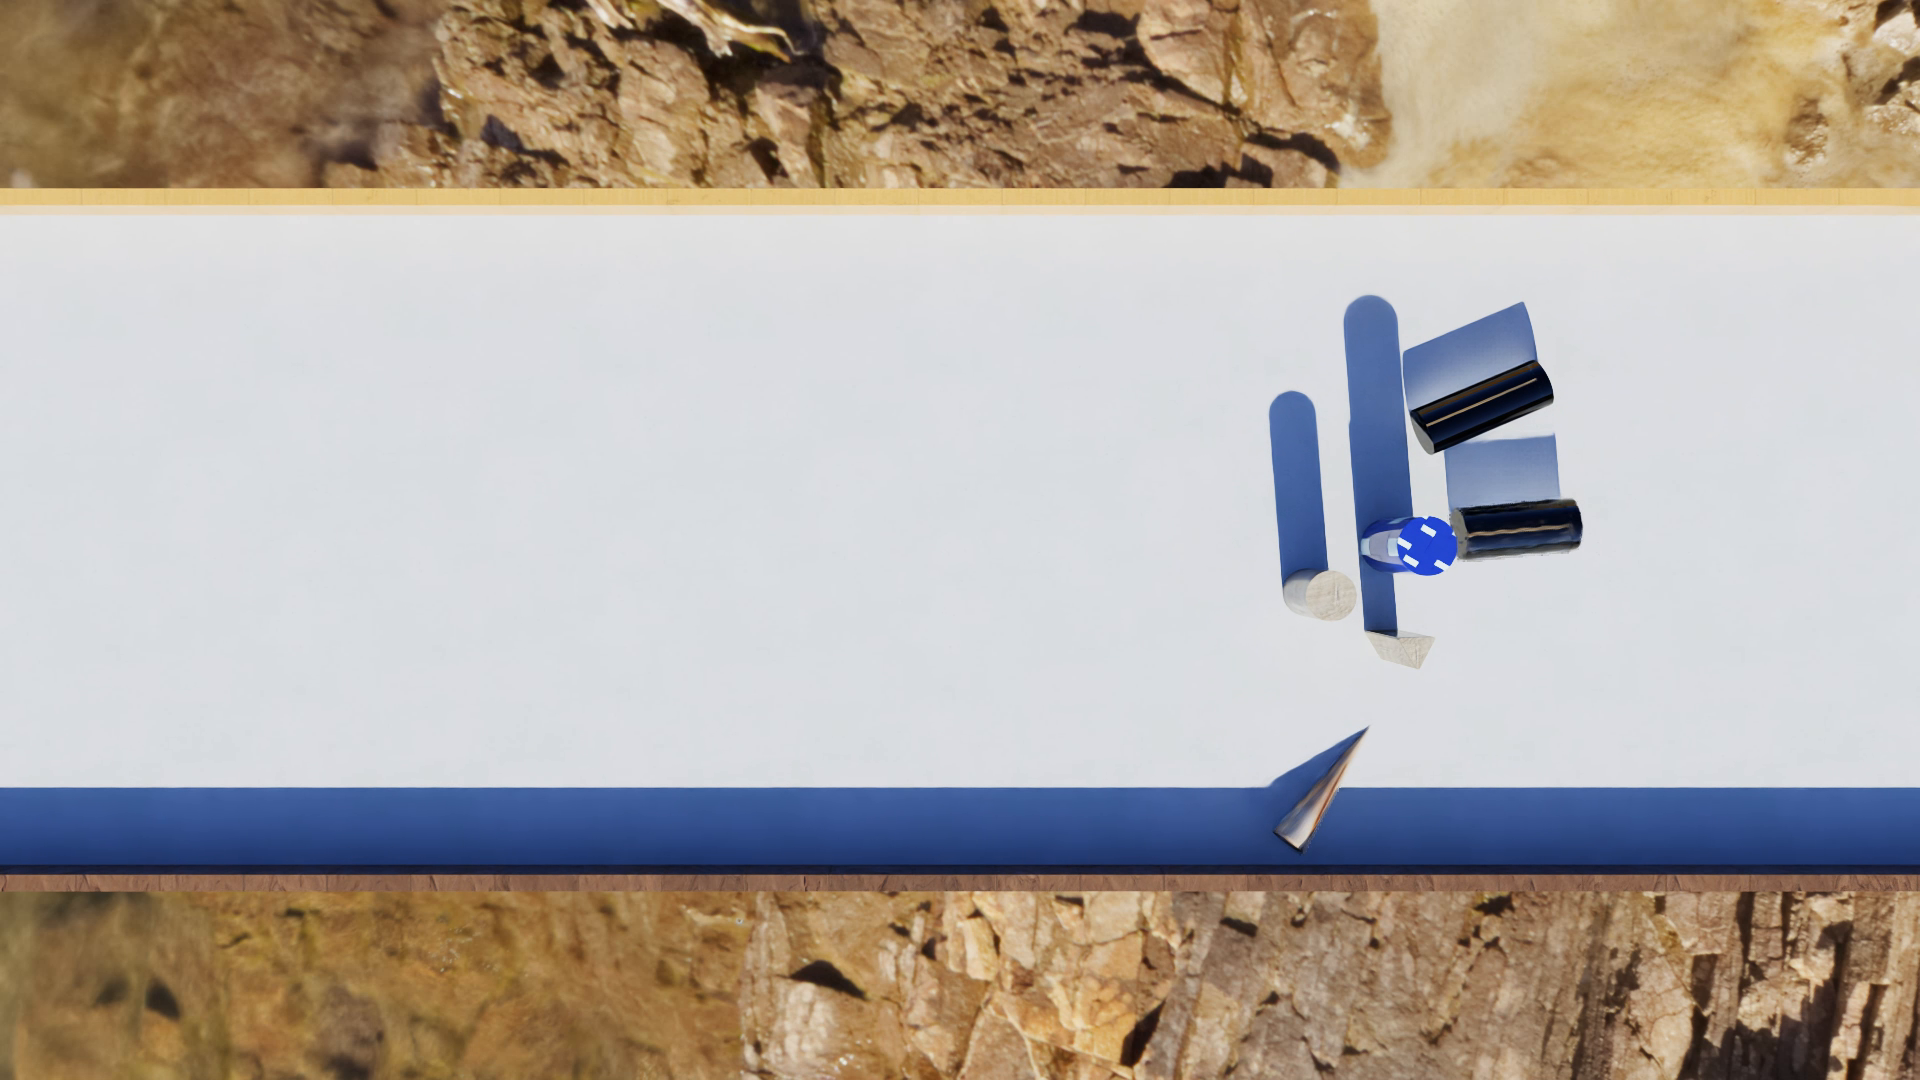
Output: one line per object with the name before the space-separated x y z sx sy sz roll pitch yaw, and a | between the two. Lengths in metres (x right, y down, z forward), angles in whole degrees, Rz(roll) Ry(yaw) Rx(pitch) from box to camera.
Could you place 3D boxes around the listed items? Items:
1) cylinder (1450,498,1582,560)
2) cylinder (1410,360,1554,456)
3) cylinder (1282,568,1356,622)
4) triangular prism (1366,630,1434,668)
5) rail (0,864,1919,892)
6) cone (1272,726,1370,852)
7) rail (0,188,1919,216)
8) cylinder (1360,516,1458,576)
cylinder | 1.683 -0.033 4.997 0.345 0.159 0.159 -5 90 0
cylinder | 1.582 -0.402 5.002 0.391 0.150 0.150 -23 90 0
cylinder | 1.066 0.161 4.906 0.147 0.342 0.147 0 90 0
triangular prism | 1.310 0.300 4.876 0.088 0.401 0.101 -32 90 0
rail | -2.247 1.025 5.001 12.000 0.150 0.050 0 90 0
cone | 1.131 0.743 5.049 0.109 0.109 0.449 37 83 0
rail | -2.247 -1.025 5.002 12.000 0.150 0.050 0 90 0
cylinder | 1.318 0.017 4.862 0.169 0.429 0.169 0 90 0
